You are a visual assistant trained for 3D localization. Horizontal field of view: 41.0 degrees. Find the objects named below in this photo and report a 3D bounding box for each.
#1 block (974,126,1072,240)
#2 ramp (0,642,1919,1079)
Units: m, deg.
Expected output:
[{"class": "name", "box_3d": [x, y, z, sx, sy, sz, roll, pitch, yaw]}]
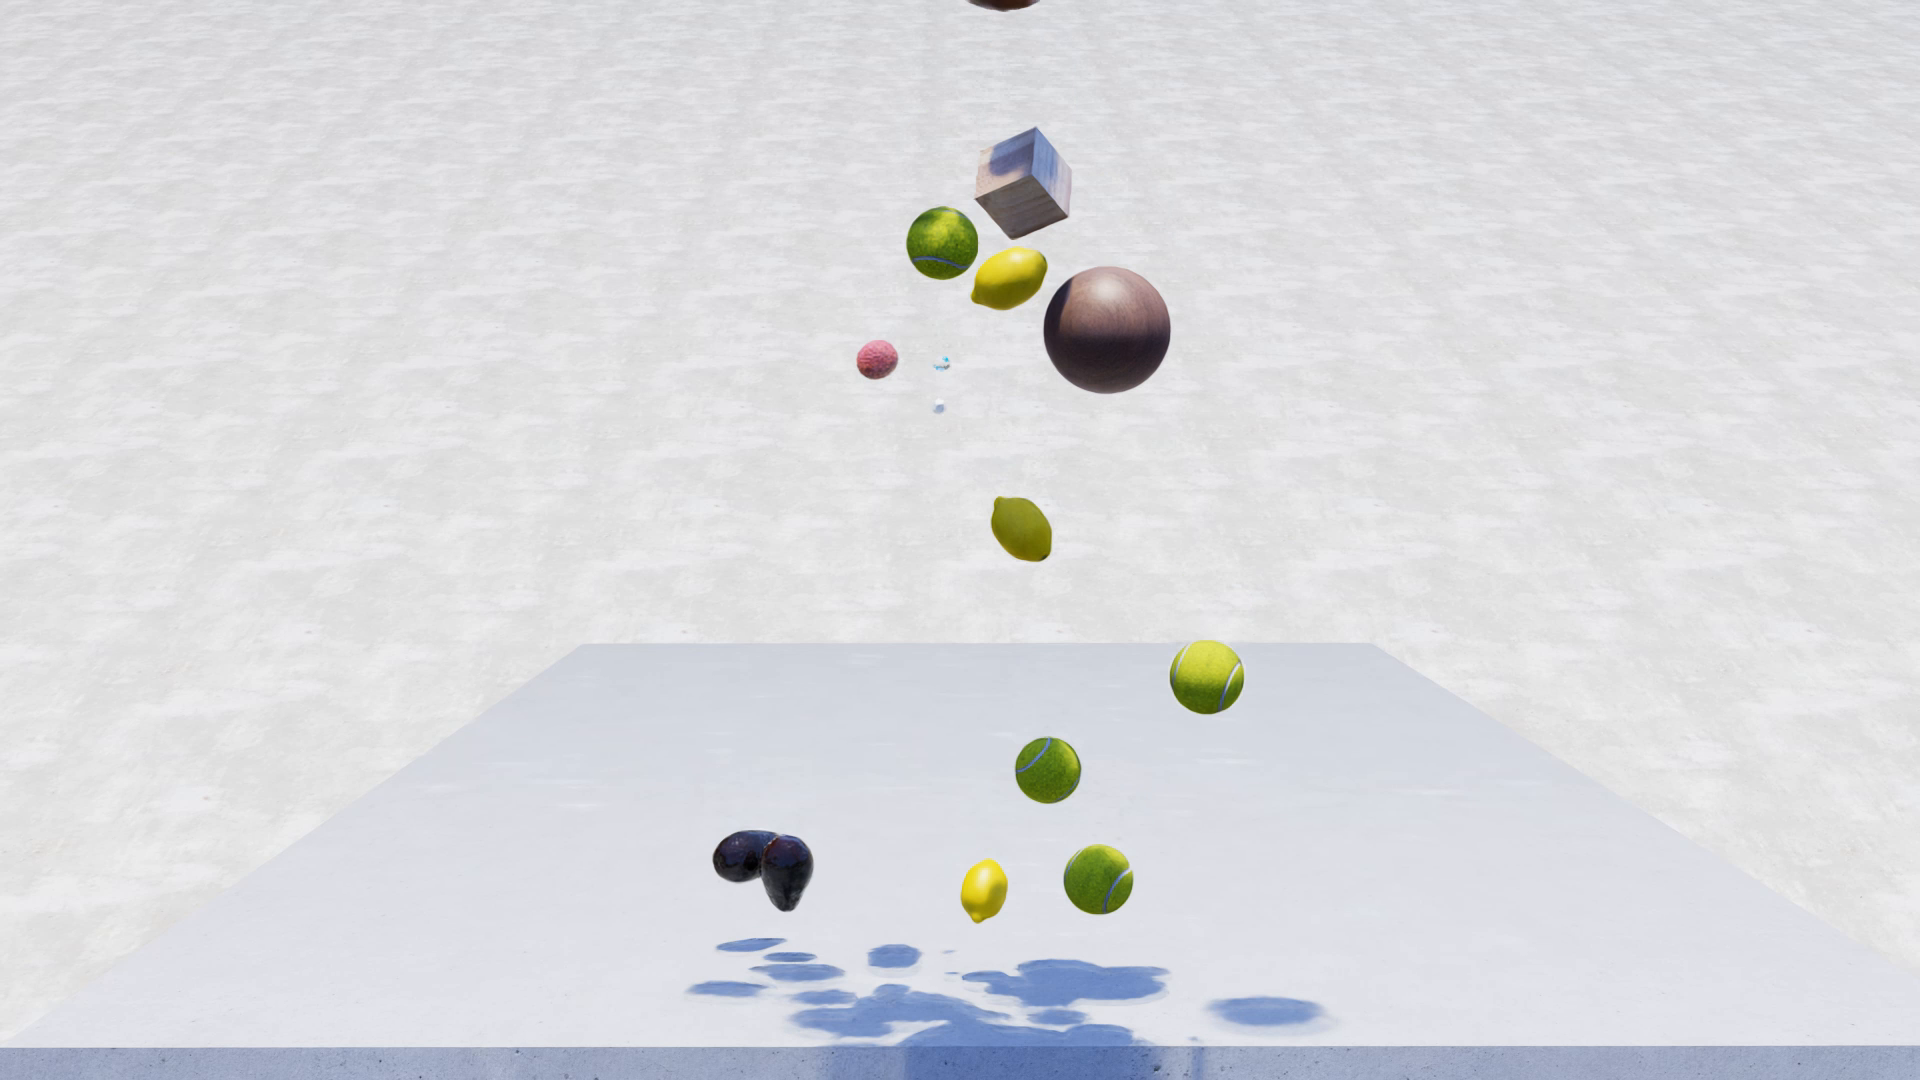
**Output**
[{"class": "block", "box_3d": [0.063, -0.353, 2.546, 0.067, 0.067, 0.067, -20, 45, 29]}, {"class": "ramp", "box_3d": [0.048, 0.430, 4.533, 2.000, 0.100, 4.000, 0, 3, 0]}]
